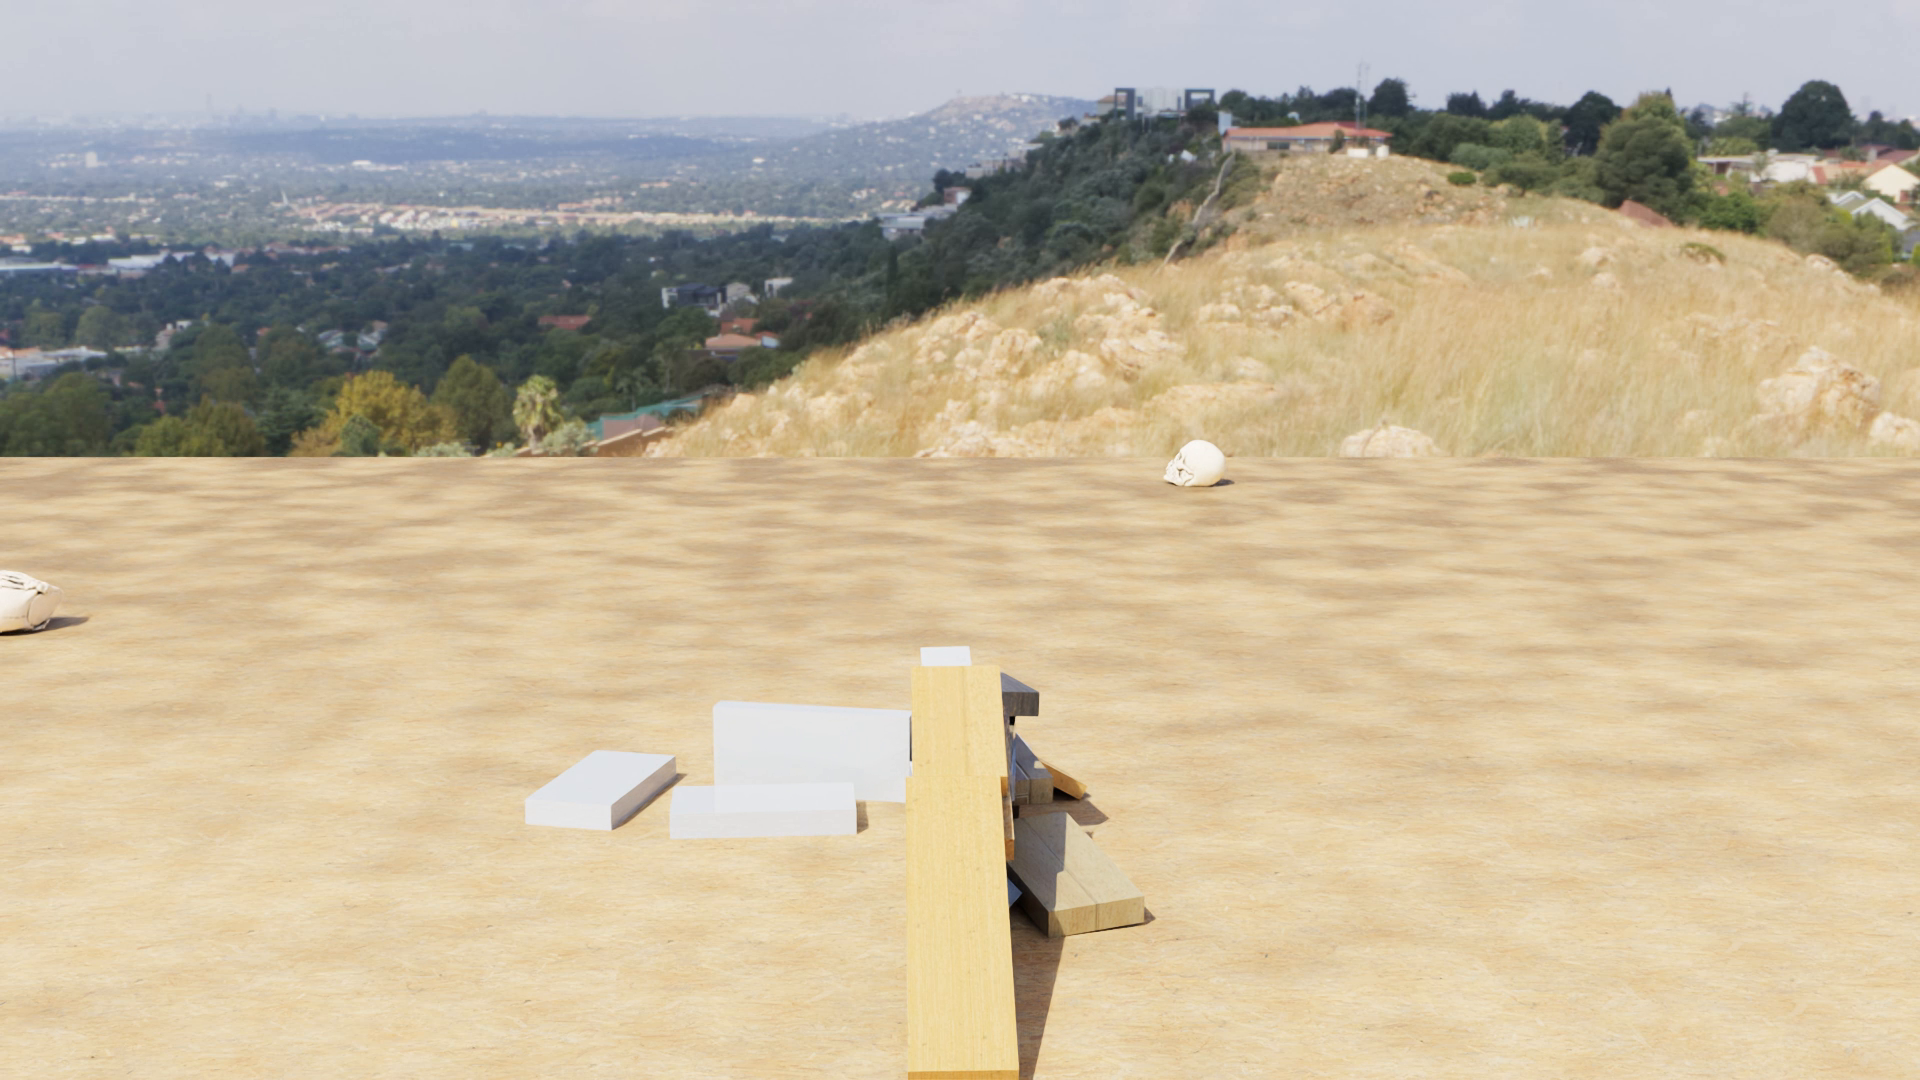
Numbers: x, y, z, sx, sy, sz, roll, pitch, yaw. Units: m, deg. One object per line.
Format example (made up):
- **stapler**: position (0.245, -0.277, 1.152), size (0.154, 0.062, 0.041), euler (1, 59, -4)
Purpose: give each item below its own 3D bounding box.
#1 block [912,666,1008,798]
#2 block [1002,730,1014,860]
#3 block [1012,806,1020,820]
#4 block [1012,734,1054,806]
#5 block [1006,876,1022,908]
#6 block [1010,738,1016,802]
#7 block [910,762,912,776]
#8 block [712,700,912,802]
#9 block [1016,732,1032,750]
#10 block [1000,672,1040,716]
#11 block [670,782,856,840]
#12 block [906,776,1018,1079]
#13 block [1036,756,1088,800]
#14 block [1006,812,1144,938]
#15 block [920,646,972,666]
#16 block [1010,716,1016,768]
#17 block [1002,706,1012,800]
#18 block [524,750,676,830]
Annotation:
- **block**: position (-0.004, 0.304, 3.519), size (0.146, 0.041, 0.292), euler (0, 33, -2)
- **block**: position (0.004, 0.393, 3.456), size (0.146, 0.041, 0.292), euler (-1, 33, -2)
- **block**: position (0.009, 0.444, 3.907), size (0.120, 0.034, 0.239), euler (-4, 17, -17)
- **block**: position (0.036, 0.392, 3.943), size (0.165, 0.047, 0.329), euler (-3, 17, -16)
- **block**: position (0.060, 0.573, 3.601), size (0.015, 0.054, 0.108), euler (42, -2, -25)
- **block**: position (0.015, 0.362, 3.878), size (0.165, 0.047, 0.373), euler (2, 17, 1)
- **block**: position (-0.019, 0.479, 3.996), size (0.120, 0.034, 0.239), euler (-2, 27, -8)
- **block**: position (-0.279, 0.404, 4.210), size (0.385, 0.167, 0.047), euler (2, 11, 11)
- **block**: position (0.086, 0.414, 4.358), size (0.030, 0.104, 0.209), euler (-44, 3, 12)
- **block**: position (0.036, 0.272, 3.917), size (0.147, 0.042, 0.294), euler (2, 3, -11)
- **block**: position (-0.361, 0.497, 4.042), size (0.335, 0.047, 0.167), euler (-1, 11, -5)
- **block**: position (-0.003, 0.547, 3.146), size (0.146, 0.041, 0.598), euler (0, 34, -1)
- **block**: position (0.134, 0.425, 4.190), size (0.209, 0.030, 0.104), euler (30, -1, -23)
- **block**: position (0.161, 0.548, 3.630), size (0.165, 0.047, 0.329), euler (-6, 20, -19)
- **block**: position (-0.021, 0.339, 4.537), size (0.104, 0.030, 0.432), euler (-1, 26, -3)
- **block**: position (0.015, 0.357, 3.741), size (0.147, 0.042, 0.294), euler (3, 17, 4)
- **block**: position (0.008, 0.373, 3.564), size (0.147, 0.042, 0.294), euler (0, 33, 0)
- **block**: position (-0.677, 0.472, 4.174), size (0.167, 0.047, 0.335), euler (2, 11, 13)
